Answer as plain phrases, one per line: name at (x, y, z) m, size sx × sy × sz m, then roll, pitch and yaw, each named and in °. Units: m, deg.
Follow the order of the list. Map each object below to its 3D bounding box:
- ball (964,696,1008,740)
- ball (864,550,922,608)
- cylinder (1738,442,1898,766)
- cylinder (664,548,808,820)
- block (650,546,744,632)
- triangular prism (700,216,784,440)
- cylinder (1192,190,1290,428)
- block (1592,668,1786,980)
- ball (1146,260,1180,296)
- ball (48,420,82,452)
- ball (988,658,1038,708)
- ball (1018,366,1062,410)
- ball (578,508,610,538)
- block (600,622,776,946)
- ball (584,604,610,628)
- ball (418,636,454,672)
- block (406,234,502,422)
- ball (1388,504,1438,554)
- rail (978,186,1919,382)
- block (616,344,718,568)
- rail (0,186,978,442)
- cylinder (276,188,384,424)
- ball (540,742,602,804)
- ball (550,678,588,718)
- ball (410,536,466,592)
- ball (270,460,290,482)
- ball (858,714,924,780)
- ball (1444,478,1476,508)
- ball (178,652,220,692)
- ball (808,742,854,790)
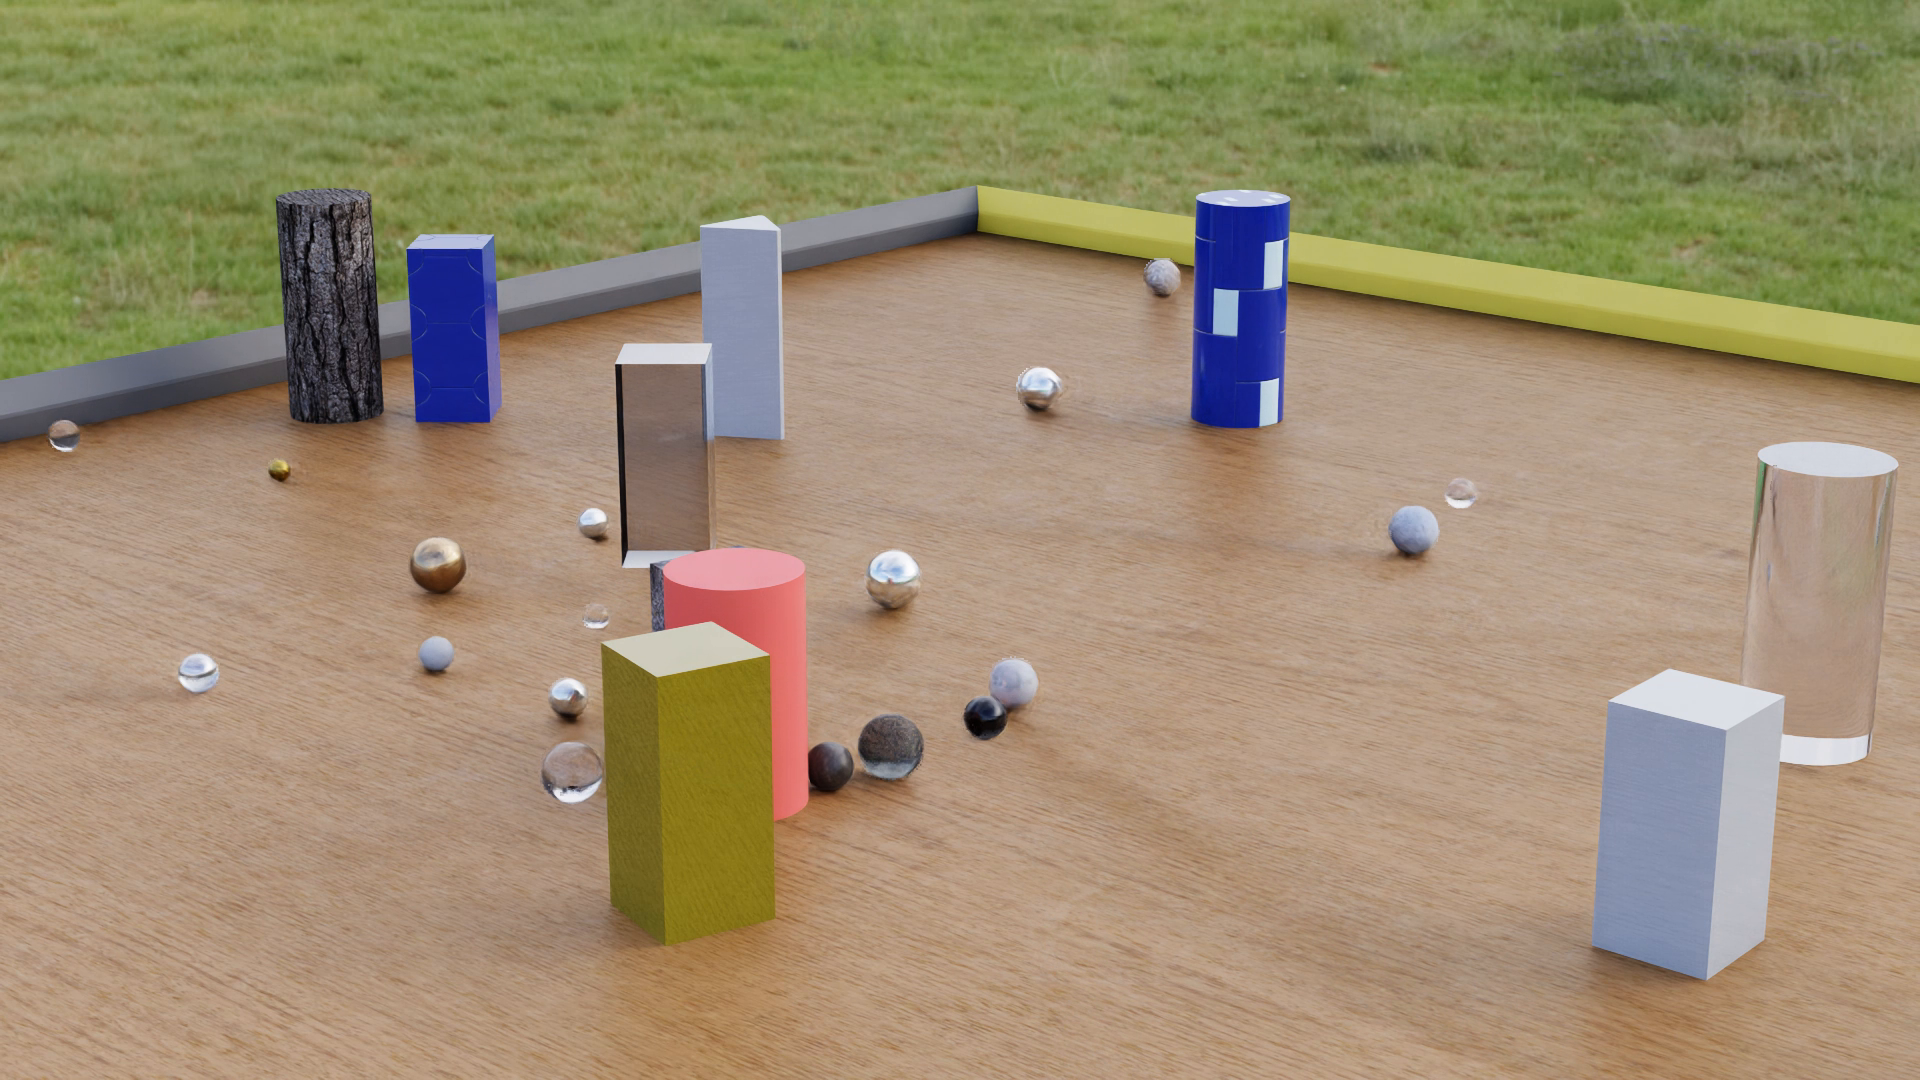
ball at (0.038, 0.269, 4.446) m, size 0.067 × 0.067 × 0.067 m, roll 0°, pitch 17°, yaw 0°
ball at (-0.114, 0.067, 5.059) m, size 0.100 × 0.100 × 0.100 m, roll 0°, pitch 17°, yaw 0°
cylinder at (1.277, 0.093, 4.378) m, size 0.200 × 0.443 × 0.200 m, roll 0°, pitch 17°, yaw 0°
cylinder at (-0.317, 0.207, 4.168) m, size 0.200 × 0.347 × 0.200 m, roll 0°, pitch 17°, yaw 0°
block at (-0.353, 0.171, 4.410) m, size 0.160 × 0.275 × 0.160 m, roll -12°, pitch 21°, yaw -35°
triangular prism at (-0.437, -0.451, 6.183) m, size 0.173 × 0.445 × 0.150 m, roll 4°, pitch 17°, yaw 13°
cylinder at (0.599, -0.495, 6.274) m, size 0.200 × 0.477 × 0.200 m, roll 0°, pitch 17°, yaw 0°
block at (0.918, 0.356, 3.700) m, size 0.160 × 0.331 × 0.160 m, roll 14°, pitch 22°, yaw 39°
ball at (0.522, -0.675, 7.542) m, size 0.091 × 0.091 × 0.091 m, roll 0°, pitch 17°, yaw 0°
ball at (-1.850, -0.216, 6.061) m, size 0.064 × 0.064 × 0.064 m, roll 0°, pitch 17°, yaw 0°
ball at (0.083, 0.225, 4.575) m, size 0.078 × 0.078 × 0.078 m, roll 0°, pitch 17°, yaw 0°
ball at (0.175, -0.330, 6.389) m, size 0.094 × 0.094 × 0.094 m, roll 0°, pitch 17°, yaw 0°
ball at (-0.682, -0.031, 5.461) m, size 0.057 × 0.057 × 0.057 m, roll 0°, pitch 17°, yaw 0°
block at (-0.350, 0.312, 3.789) m, size 0.160 × 0.363 × 0.160 m, roll -10°, pitch 20°, yaw -31°
ball at (-0.613, 0.129, 4.954) m, size 0.043 × 0.043 × 0.043 m, roll 0°, pitch 17°, yaw 0°
ball at (-0.848, 0.184, 4.746) m, size 0.057 × 0.057 × 0.057 m, roll 0°, pitch 17°, yaw 0°
block at (-1.088, -0.457, 6.318) m, size 0.160 × 0.378 × 0.160 m, roll 0°, pitch 17°, yaw 1°
ball at (0.830, -0.020, 5.366) m, size 0.089 × 0.089 × 0.089 m, roll 0°, pitch 17°, yaw 0°
rail at (1.691, -0.529, 6.985) m, size 4.391 × 0.130 × 0.045 m, roll 14°, pitch 22°, yaw 39°
block at (-0.530, -0.154, 5.312) m, size 0.160 × 0.377 × 0.160 m, roll 0°, pitch 17°, yaw 0°
rail at (-1.640, -0.378, 6.483) m, size 0.045 × 0.130 × 5.206 m, roll 14°, pitch 22°, yaw 39°
cylinder at (-1.354, -0.504, 6.309) m, size 0.200 × 0.474 × 0.200 m, roll 0°, pitch 17°, yaw 0°
ball at (-0.556, 0.332, 4.198) m, size 0.089 × 0.089 × 0.089 m, roll 0°, pitch 17°, yaw 0°
ball at (-0.605, 0.245, 4.539) m, size 0.060 × 0.060 × 0.060 m, roll 0°, pitch 17°, yaw 0°
ball at (-0.915, 0.043, 5.143) m, size 0.099 × 0.099 × 0.099 m, roll 0°, pitch 17°, yaw 0°
ball at (-1.355, -0.138, 5.843) m, size 0.042 × 0.042 × 0.042 m, roll 0°, pitch 17°, yaw 0°
ball at (-0.101, 0.302, 4.286) m, size 0.097 × 0.097 × 0.097 m, roll 0°, pitch 17°, yaw 0°
ball at (0.965, -0.090, 5.650) m, size 0.060 × 0.060 × 0.060 m, roll 0°, pitch 17°, yaw 0°
ball at (-1.207, 0.211, 4.648) m, size 0.063 × 0.063 × 0.063 m, roll 0°, pitch 17°, yaw 0°
ball at (-0.189, 0.327, 4.248) m, size 0.071 × 0.071 × 0.071 m, roll 0°, pitch 17°, yaw 0°
